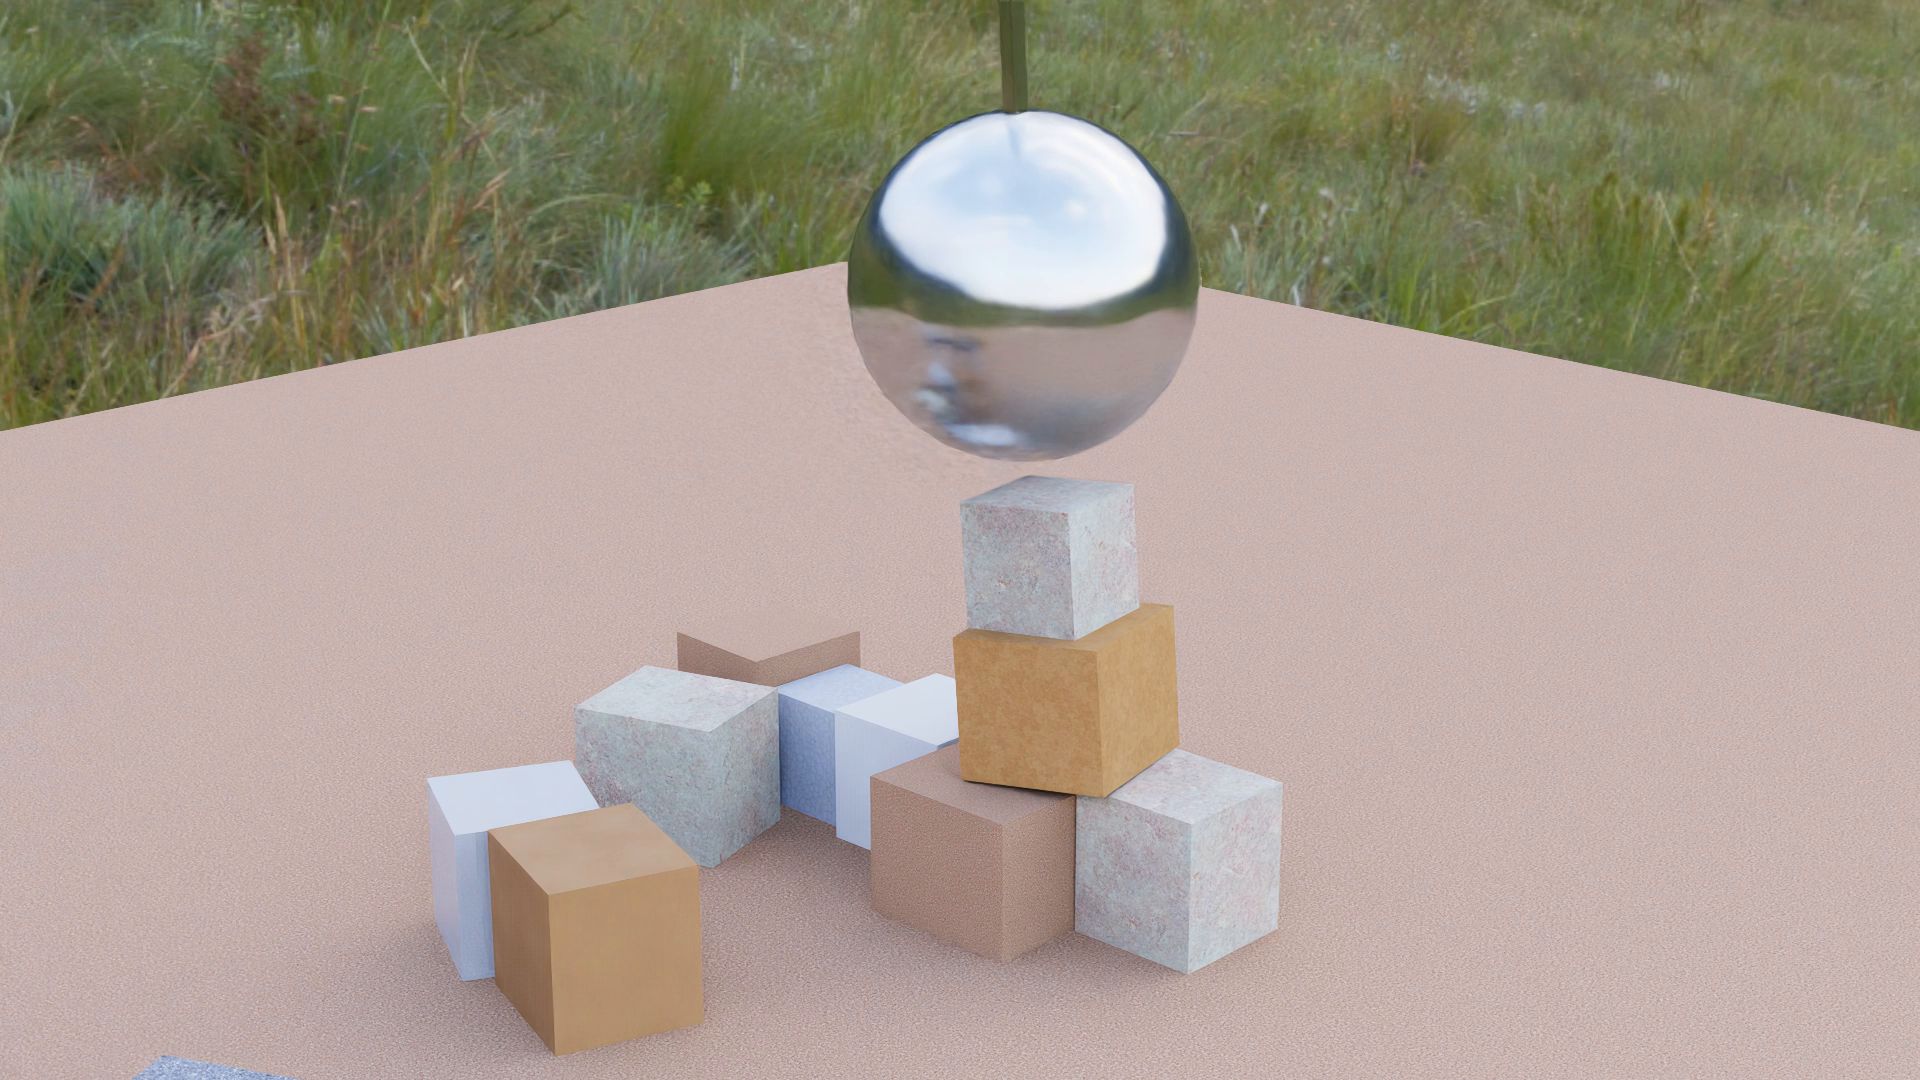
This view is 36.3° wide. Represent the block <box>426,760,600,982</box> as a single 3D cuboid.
[{"bbox_3d":[-1.916,1.422,12.704,0.638,0.670,0.666,-6,18,-19],"label":"block"}]

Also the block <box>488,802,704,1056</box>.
[{"bbox_3d":[-1.507,1.592,12.101,0.640,0.706,0.739,-9,20,-26],"label":"block"}]

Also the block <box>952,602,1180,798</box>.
[{"bbox_3d":[0.475,0.668,12.896,0.699,0.650,0.749,5,16,30],"label":"block"}]

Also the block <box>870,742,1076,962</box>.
[{"bbox_3d":[0.138,1.349,12.982,0.796,0.641,0.713,16,23,41],"label":"block"}]

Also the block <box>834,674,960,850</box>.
[{"bbox_3d":[-0.108,1.092,13.796,0.664,0.643,0.685,16,23,41],"label":"block"}]

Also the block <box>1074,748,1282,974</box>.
[{"bbox_3d":[0.951,1.384,12.788,0.636,0.690,0.629,16,23,41],"label":"block"}]

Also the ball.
[{"bbox_3d":[0.285,-1.151,13.278,1.600,1.600,1.600,0,17,0],"label":"ball"}]

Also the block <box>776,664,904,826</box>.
[{"bbox_3d":[-0.548,0.996,14.214,0.515,0.576,0.540,-17,24,-42],"label":"block"}]

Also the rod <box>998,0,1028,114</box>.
[{"bbox_3d":[0.123,-4.339,12.107,0.080,5.200,0.080,17,28,42],"label":"rod"}]

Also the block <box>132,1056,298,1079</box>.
[{"bbox_3d":[-2.590,2.274,10.018,0.736,0.654,0.741,6,18,18],"label":"block"}]

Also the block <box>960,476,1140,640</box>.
[{"bbox_3d":[0.396,0.070,12.807,0.547,0.561,0.551,6,17,33],"label":"block"}]

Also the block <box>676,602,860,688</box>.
[{"bbox_3d":[-0.946,0.796,14.602,0.668,0.726,0.611,-16,23,-41],"label":"block"}]

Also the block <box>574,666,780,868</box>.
[{"bbox_3d":[-1.328,1.060,13.852,0.729,0.672,0.636,8,19,24],"label":"block"}]
